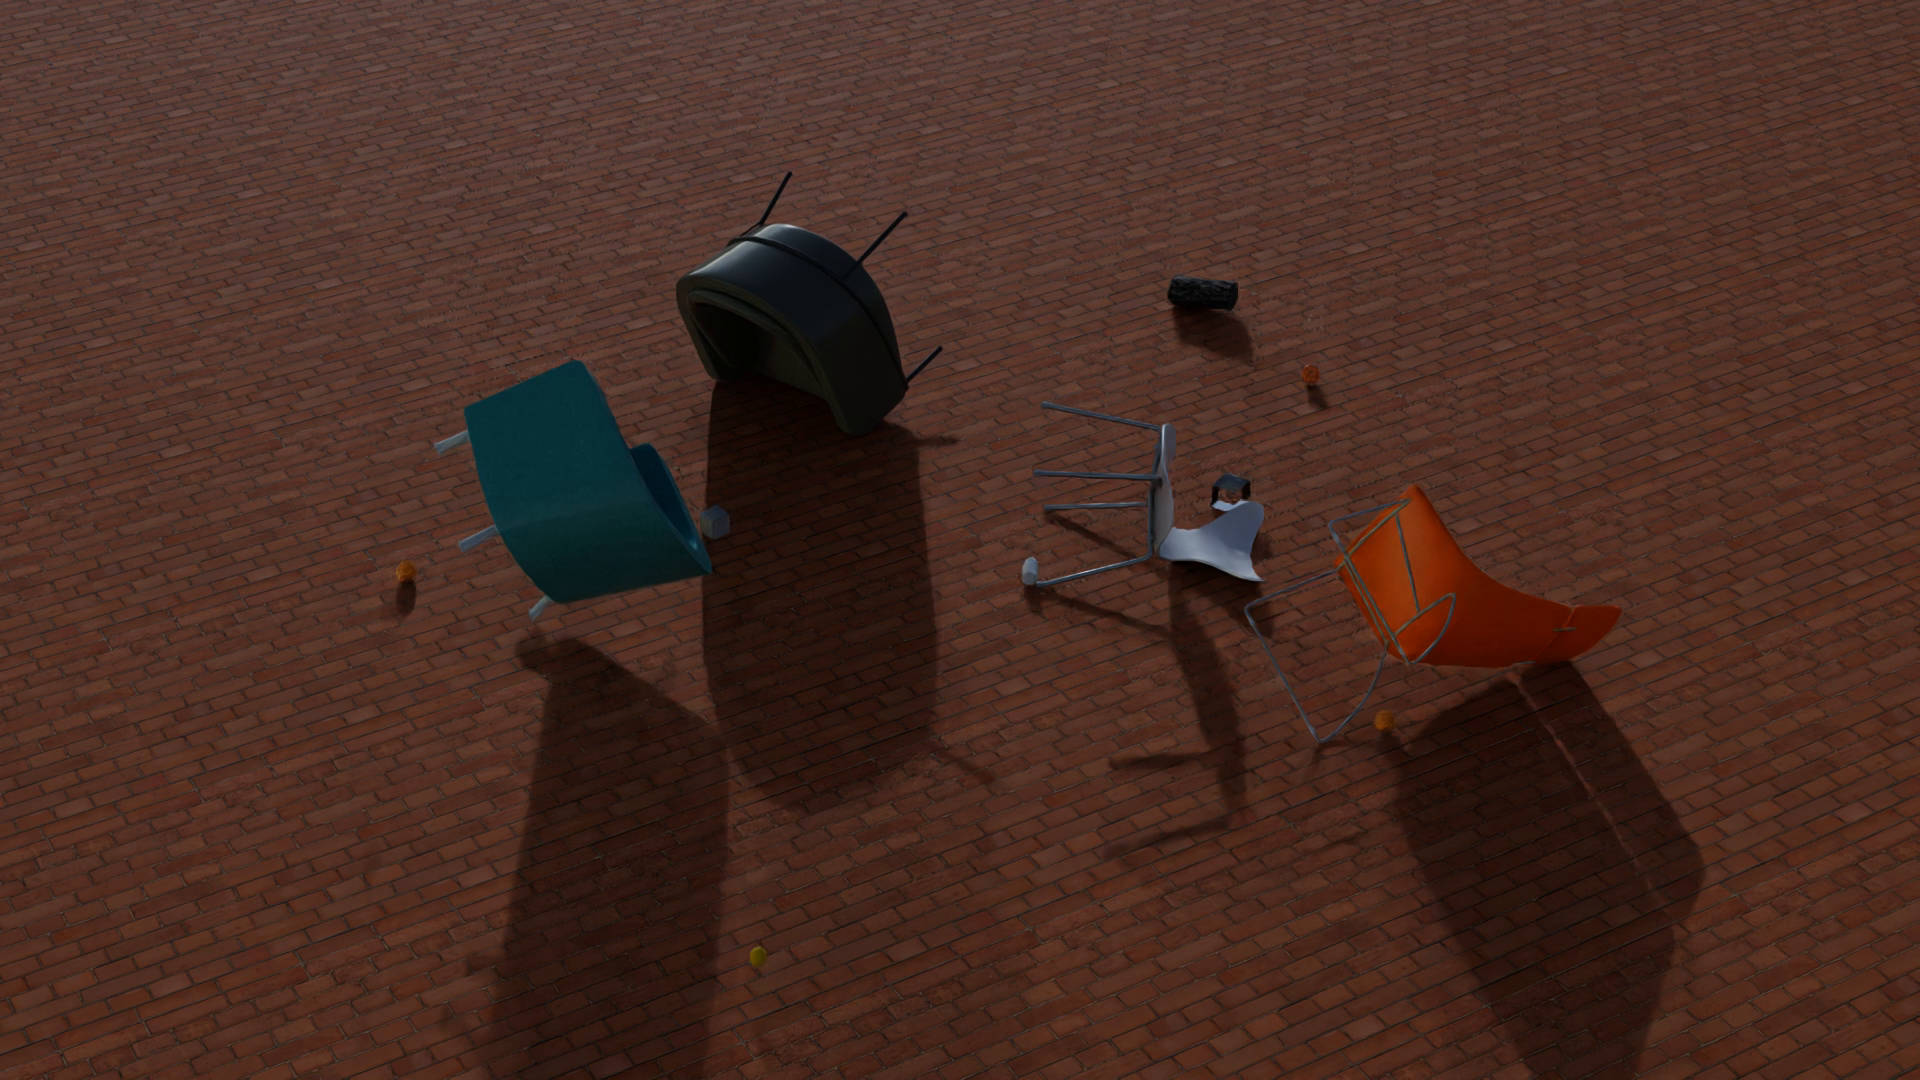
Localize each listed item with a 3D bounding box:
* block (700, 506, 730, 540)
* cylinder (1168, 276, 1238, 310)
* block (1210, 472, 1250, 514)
[{"bbox_3d":[-0.917,-0.065,10.966,0.080,0.085,0.076,-26,41,-34],"label":"block"},{"bbox_3d":[1.031,-1.046,12.411,0.261,0.111,0.144,9,34,21],"label":"cylinder"},{"bbox_3d":[1.026,-0.177,11.124,0.101,0.097,0.110,21,39,29],"label":"block"}]
